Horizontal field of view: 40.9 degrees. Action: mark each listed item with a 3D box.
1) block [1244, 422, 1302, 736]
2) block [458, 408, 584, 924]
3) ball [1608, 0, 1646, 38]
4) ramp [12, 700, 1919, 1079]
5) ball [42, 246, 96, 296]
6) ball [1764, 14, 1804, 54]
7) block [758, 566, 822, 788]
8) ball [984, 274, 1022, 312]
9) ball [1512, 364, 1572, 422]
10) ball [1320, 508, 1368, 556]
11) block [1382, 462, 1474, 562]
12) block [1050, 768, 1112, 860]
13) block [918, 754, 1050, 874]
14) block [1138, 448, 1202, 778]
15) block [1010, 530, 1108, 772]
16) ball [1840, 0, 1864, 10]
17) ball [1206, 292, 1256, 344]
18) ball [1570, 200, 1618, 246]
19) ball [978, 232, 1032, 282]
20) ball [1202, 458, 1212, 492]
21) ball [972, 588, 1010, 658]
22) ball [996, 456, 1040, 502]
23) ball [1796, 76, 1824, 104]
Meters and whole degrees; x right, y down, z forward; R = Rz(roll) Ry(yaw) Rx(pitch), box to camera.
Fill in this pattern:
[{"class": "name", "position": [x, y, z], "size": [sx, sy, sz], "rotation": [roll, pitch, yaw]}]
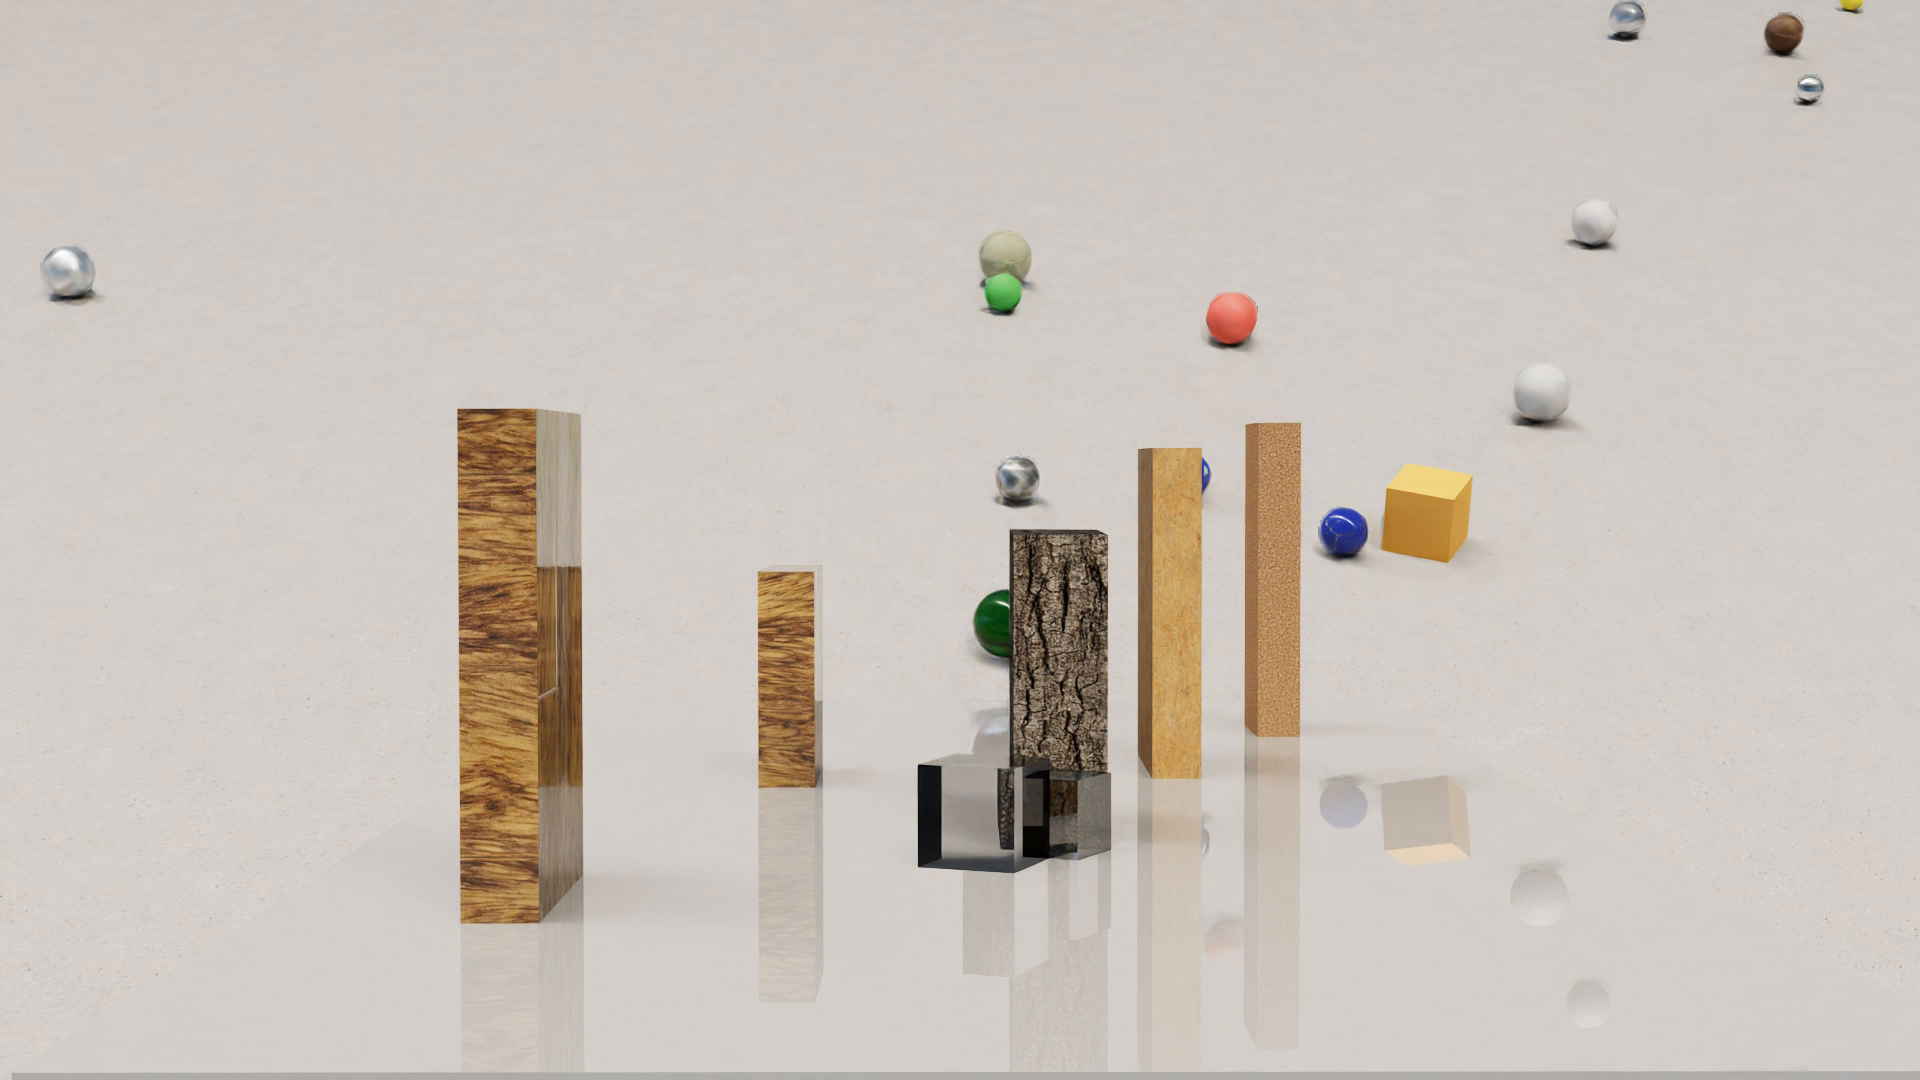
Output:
[{"class": "block", "position": [0.701, 0.084, 5.789], "size": [0.093, 0.690, 0.263], "rotation": [0, 2, 0]}, {"class": "block", "position": [-0.604, 0.160, 3.571], "size": [0.103, 0.674, 0.403], "rotation": [0, 2, 0]}, {"class": "ball", "position": [3.385, -2.643, 13.084], "size": [0.183, 0.183, 0.183], "rotation": [0, 25, 0]}, {"class": "ramp", "position": [0.057, 0.517, 4.557], "size": [2.000, 0.100, 4.000], "rotation": [0, 2, 0]}, {"class": "ball", "position": [-3.302, -0.996, 9.549], "size": [0.190, 0.190, 0.190], "rotation": [0, 25, 0]}, {"class": "ball", "position": [4.089, -2.513, 12.794], "size": [0.192, 0.192, 0.192], "rotation": [0, 25, 0]}, {"class": "block", "position": [-0.323, 0.255, 4.932], "size": [0.105, 0.402, 0.294], "rotation": [0, 2, 0]}, {"class": "ball", "position": [0.158, -0.903, 9.413], "size": [0.138, 0.138, 0.138], "rotation": [0, 25, 0]}, {"class": "ball", "position": [1.910, -0.482, 8.449], "size": [0.191, 0.191, 0.191], "rotation": [0, 25, 0]}, {"class": "ball", "position": [1.123, -0.025, 7.528], "size": [0.141, 0.141, 0.141], "rotation": [0, 25, 0]}, {"class": "block", "position": [1.374, -0.081, 7.578], "size": [0.201, 0.201, 0.201], "rotation": [12, 27, 23]}, {"class": "block", "position": [0.153, 0.423, 3.990], "size": [0.122, 0.122, 0.122], "rotation": [1, 2, 28]}, {"class": "block", "position": [0.037, 0.410, 3.886], "size": [0.154, 0.154, 0.154], "rotation": [1, 2, 22]}, {"class": "block", "position": [0.414, 0.134, 5.113], "size": [0.093, 0.631, 0.403], "rotation": [0, 2, 0]}, {"class": "block", "position": [0.159, 0.232, 4.234], "size": [0.149, 0.490, 0.334], "rotation": [0, 2, 0]}, {"class": "ball", "position": [4.712, -2.861, 13.617], "size": [0.128, 0.128, 0.128], "rotation": [0, 25, 0]}, {"class": "ball", "position": [0.959, -0.783, 9.107], "size": [0.179, 0.179, 0.179], "rotation": [0, 25, 0]}, {"class": "ball", "position": [2.483, -1.243, 10.092], "size": [0.178, 0.178, 0.178], "rotation": [0, 25, 0]}, {"class": "ball", "position": [0.171, -1.053, 9.656], "size": [0.203, 0.203, 0.203], "rotation": [0, 25, 0]}, {"class": "ball", "position": [0.704, -0.201, 7.913], "size": [0.134, 0.134, 0.134], "rotation": [0, 25, 0]}, {"class": "ball", "position": [0.127, 0.224, 6.943], "size": [0.186, 0.186, 0.186], "rotation": [0, 25, 0]}, {"class": "ball", "position": [0.177, -0.186, 7.878], "size": [0.138, 0.138, 0.138], "rotation": [0, 25, 0]}, {"class": "ball", "position": [3.949, -2.092, 11.971], "size": [0.126, 0.126, 0.126], "rotation": [0, 25, 0]}]
